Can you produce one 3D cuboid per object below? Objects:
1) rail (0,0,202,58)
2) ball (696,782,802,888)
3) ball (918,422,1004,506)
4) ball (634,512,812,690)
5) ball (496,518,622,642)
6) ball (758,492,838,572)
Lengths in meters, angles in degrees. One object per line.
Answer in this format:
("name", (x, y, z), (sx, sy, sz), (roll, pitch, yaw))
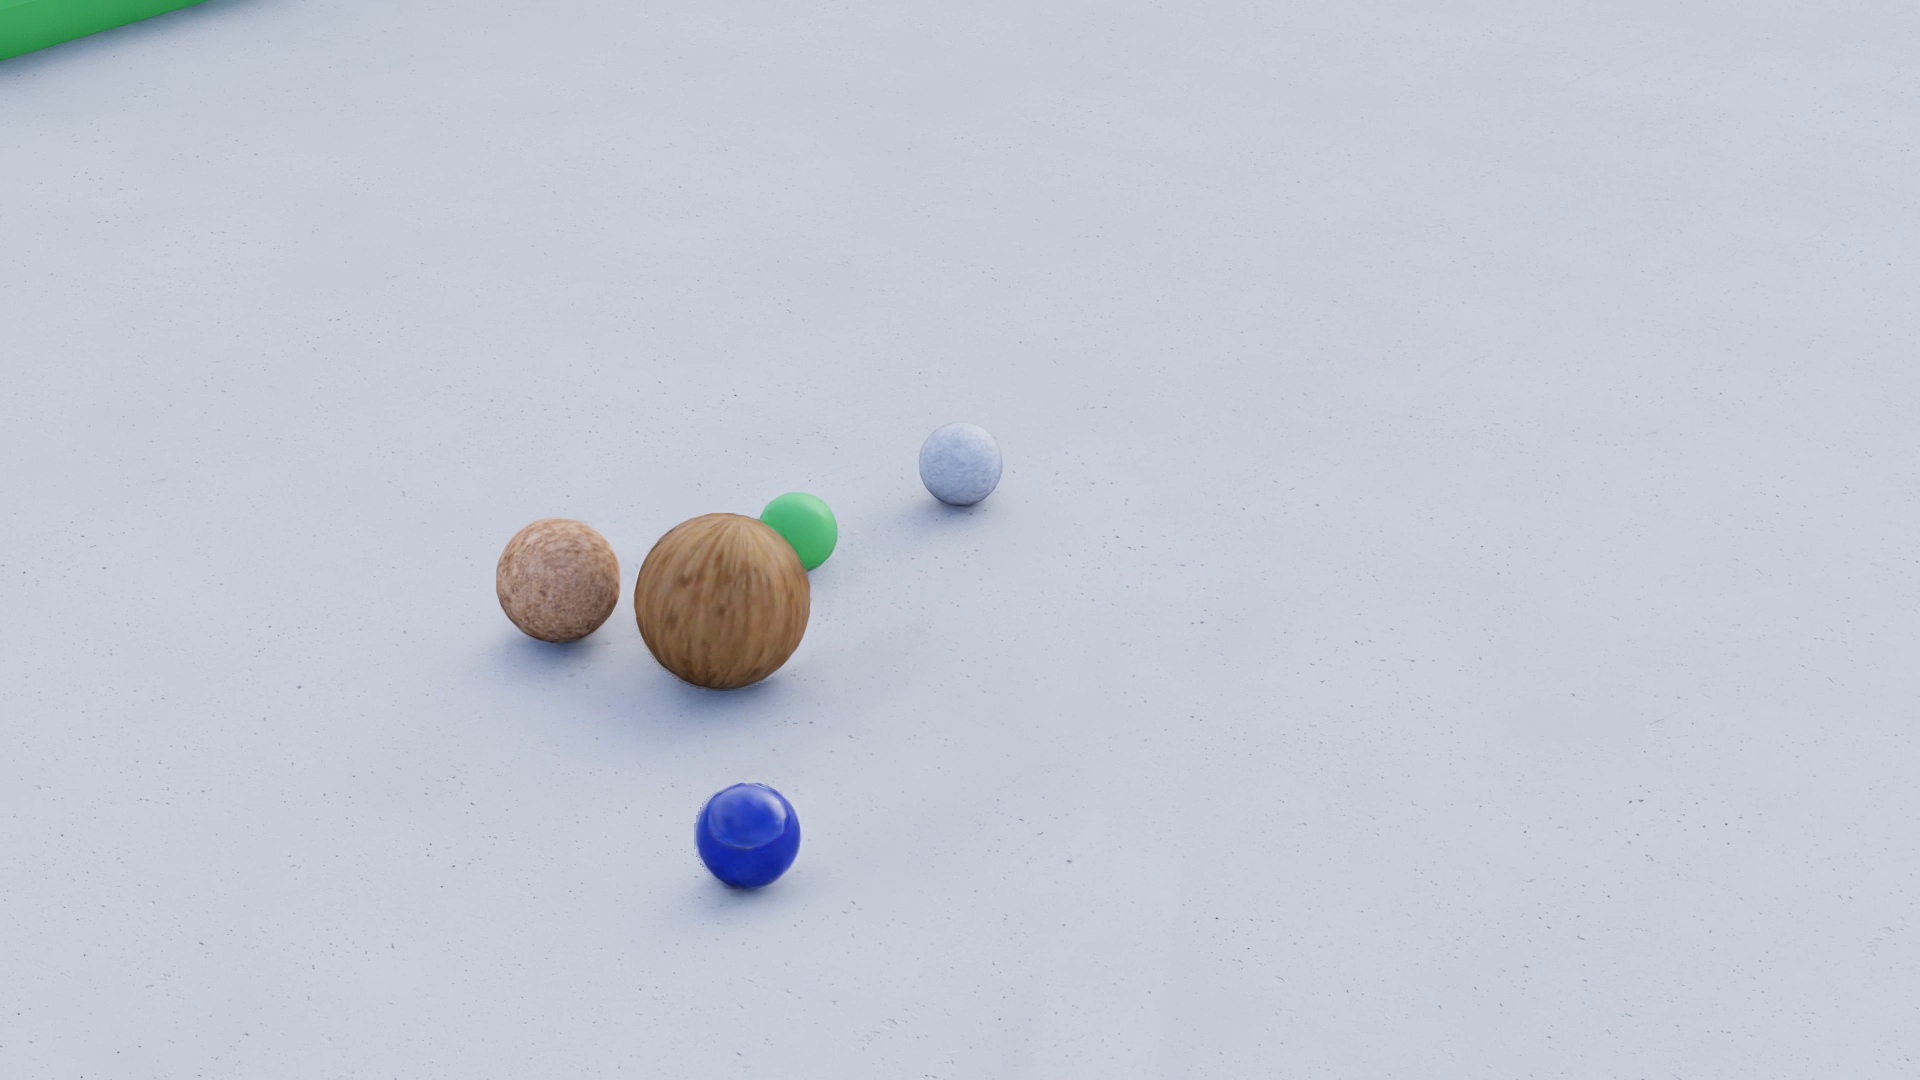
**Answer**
("rail", (-0.279, -0.779, 3.124), (0.045, 0.124, 4.401), (20, 34, 34))
("ball", (-0.102, 0.143, 1.425), (0.051, 0.051, 0.051), (0, 27, 0))
("ball", (0.000, -0.046, 1.791), (0.052, 0.052, 0.052), (0, 27, 0))
("ball", (-0.128, 0.033, 1.590), (0.095, 0.095, 0.095), (0, 27, 0))
("ball", (-0.224, 0.022, 1.638), (0.070, 0.070, 0.070), (0, 27, 0))
("ball", (-0.095, -0.004, 1.714), (0.047, 0.047, 0.047), (0, 27, 0))
